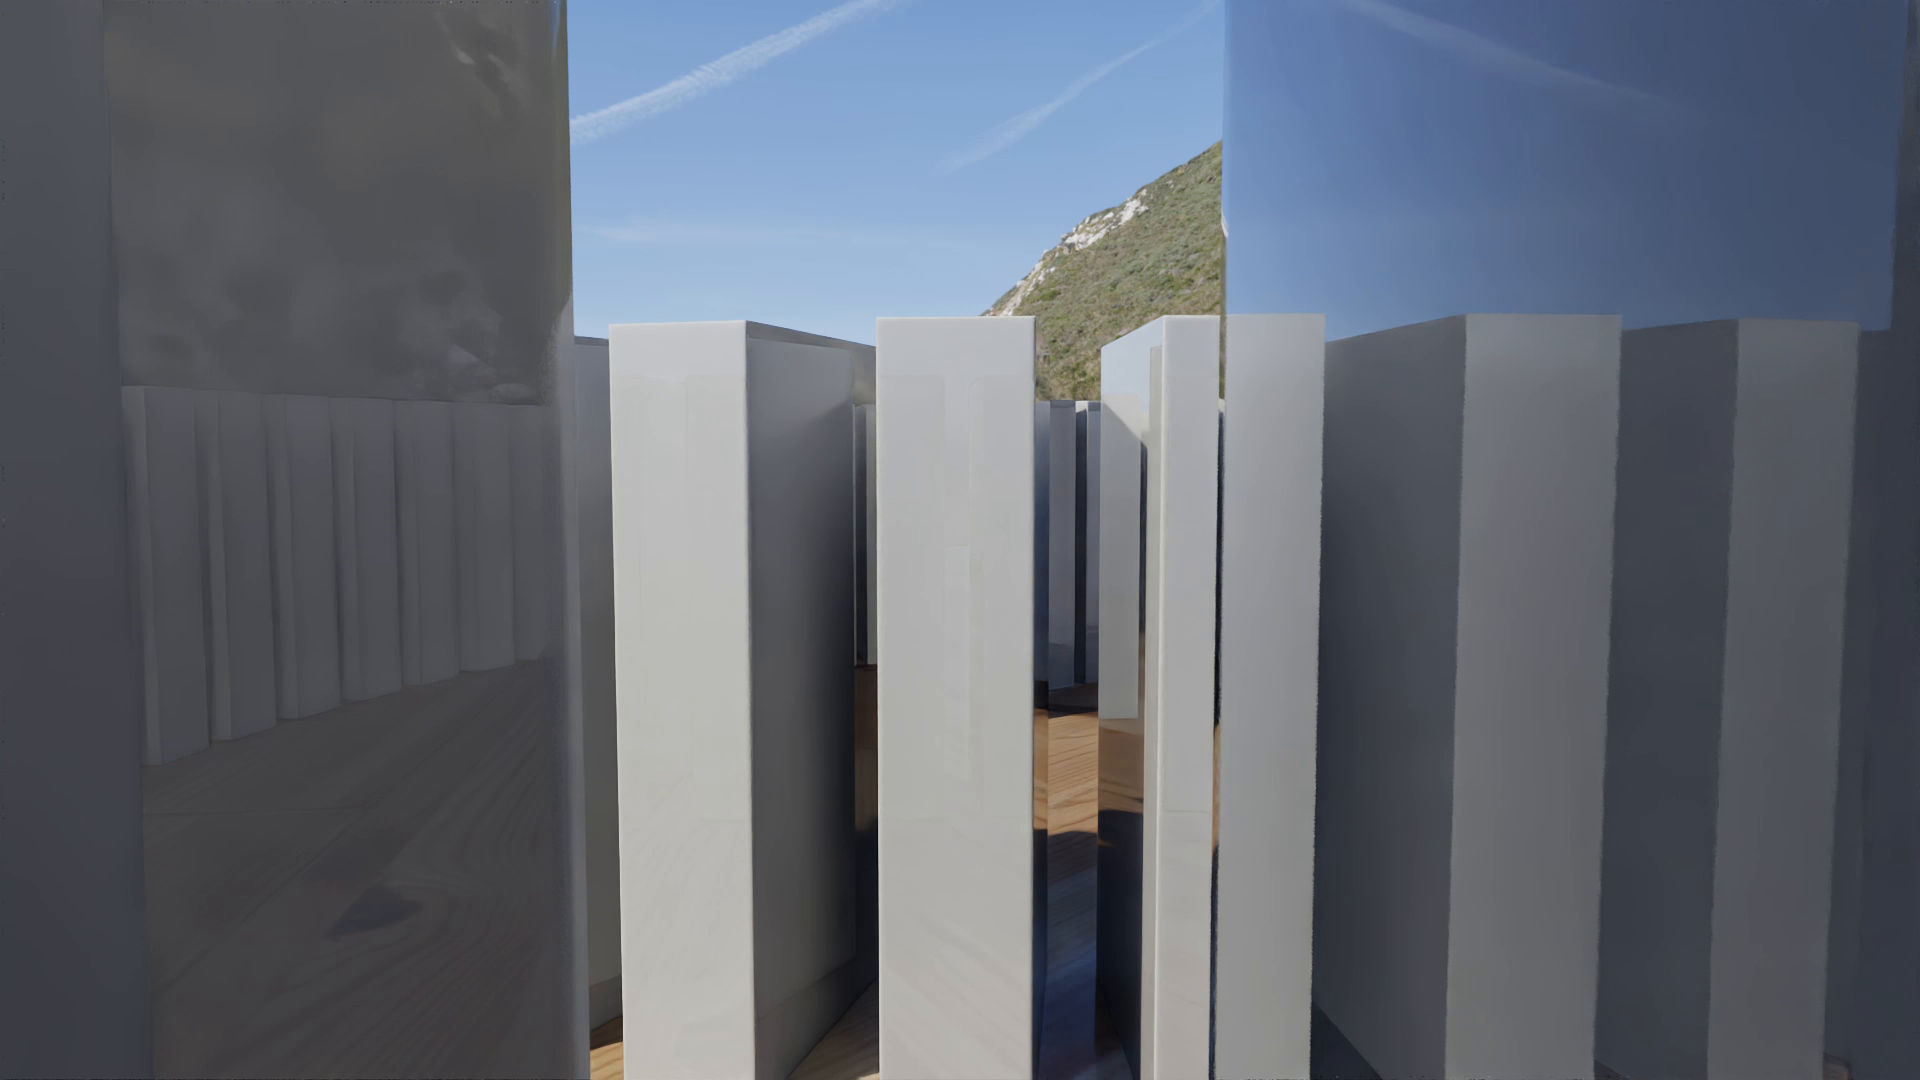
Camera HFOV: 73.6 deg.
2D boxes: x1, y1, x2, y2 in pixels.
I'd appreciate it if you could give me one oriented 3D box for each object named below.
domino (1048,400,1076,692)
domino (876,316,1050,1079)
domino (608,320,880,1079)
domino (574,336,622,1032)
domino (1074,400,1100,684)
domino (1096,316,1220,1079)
[{"bbox_3d":[0.008,0.000,0.229,0.025,0.050,0.010,4,6,43],"label":"domino"},{"bbox_3d":[0.001,0.011,0.090,0.009,0.050,0.025,0,4,6],"label":"domino"},{"bbox_3d":[-0.014,0.011,0.093,0.010,0.050,0.025,1,4,17],"label":"domino"},{"bbox_3d":[-0.028,0.010,0.099,0.009,0.050,0.025,2,5,28],"label":"domino"},{"bbox_3d":[0.020,0.000,0.238,0.010,0.050,0.025,-3,5,-31],"label":"domino"},{"bbox_3d":[0.016,0.011,0.090,0.009,0.050,0.025,0,4,-2],"label":"domino"}]
